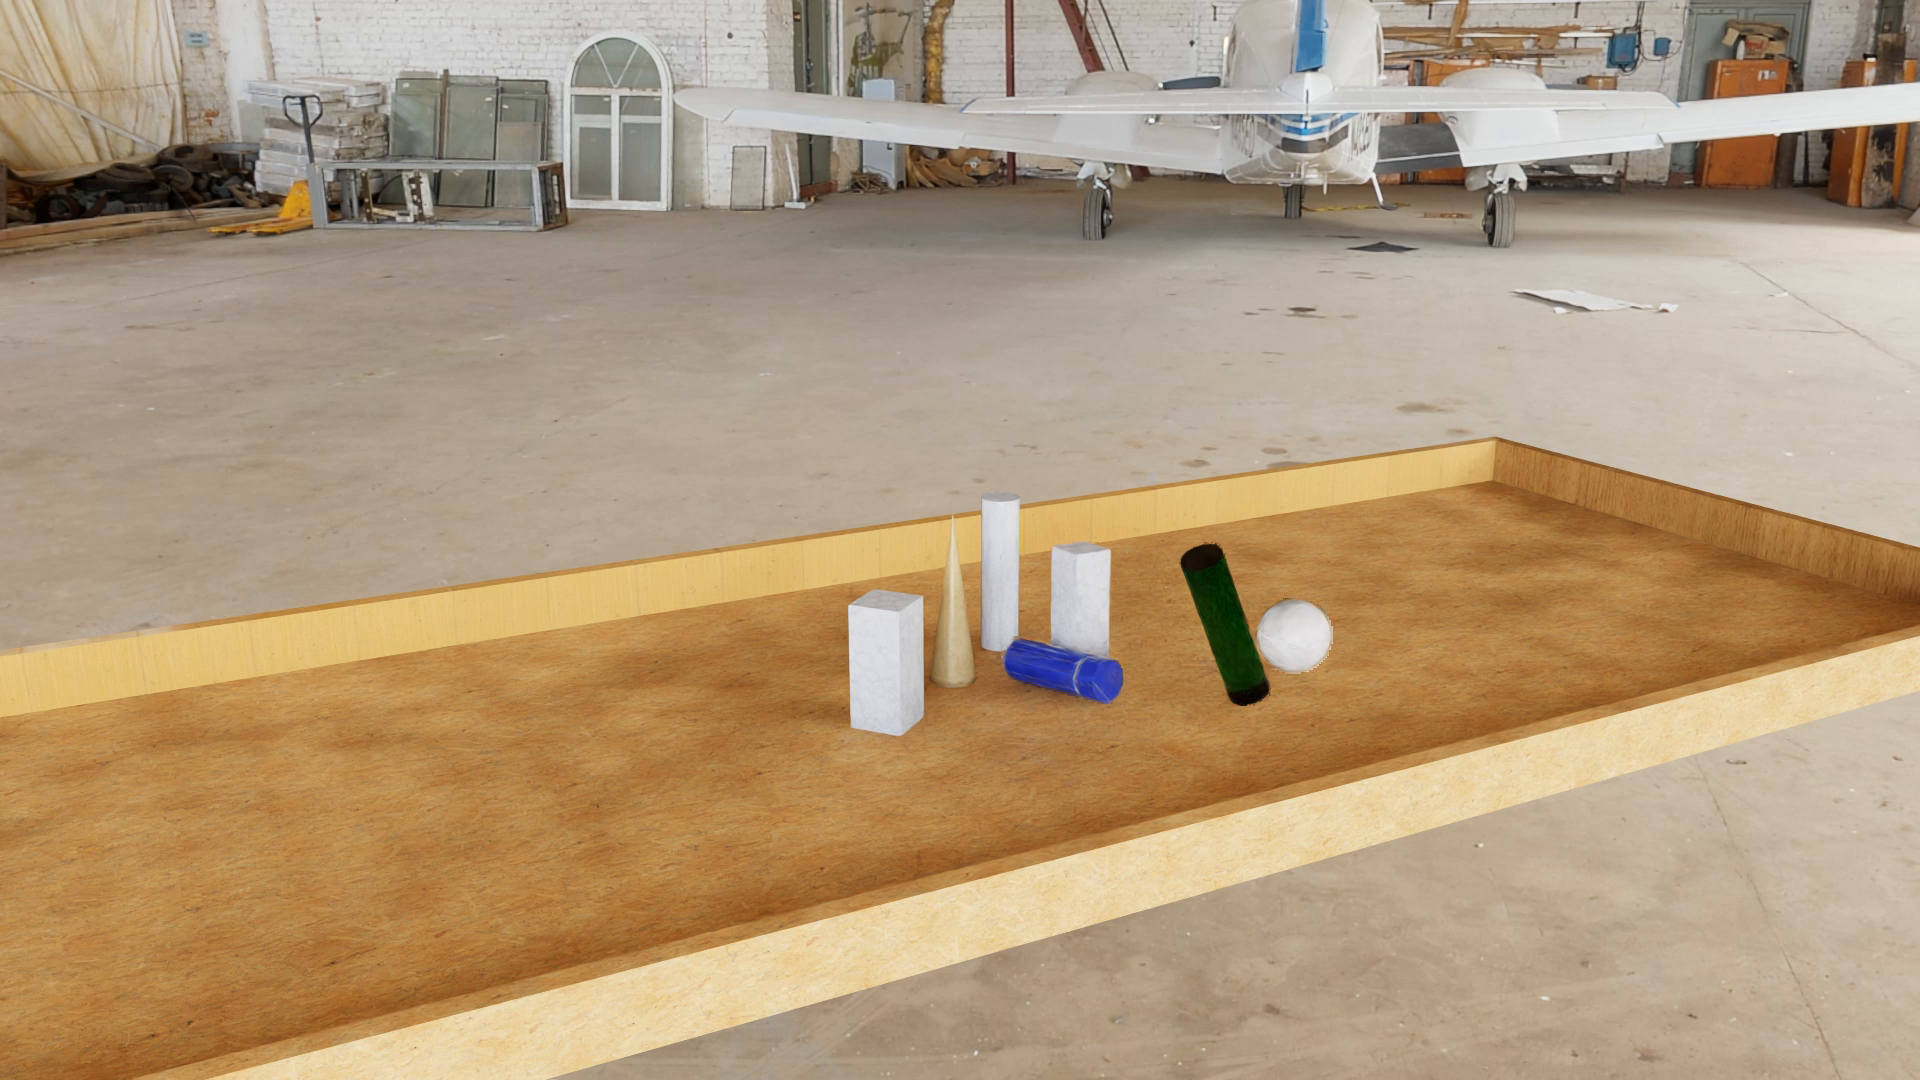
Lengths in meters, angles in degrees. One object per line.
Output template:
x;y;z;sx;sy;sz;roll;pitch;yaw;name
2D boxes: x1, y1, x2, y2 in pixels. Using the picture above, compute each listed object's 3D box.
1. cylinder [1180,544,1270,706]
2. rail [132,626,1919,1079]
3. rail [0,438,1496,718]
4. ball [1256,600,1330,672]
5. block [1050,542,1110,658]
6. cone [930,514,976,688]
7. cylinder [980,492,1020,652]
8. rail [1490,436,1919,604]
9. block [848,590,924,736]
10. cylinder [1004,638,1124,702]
0.632;0.205;3.919;0.103;0.412;0.103;-18;30;11;cylinder
-2.336;1.006;1.665;12.000;0.150;0.050;-9;18;-27;rail
-3.305;0.497;3.399;12.000;0.150;0.050;-9;18;-27;rail
0.742;0.212;3.670;0.162;0.162;0.162;0;16;0;ball
0.303;0.179;4.153;0.104;0.327;0.104;-8;16;-31;block
-0.017;0.143;4.099;0.118;0.433;0.118;0;16;0;cone
0.106;0.084;4.345;0.101;0.408;0.101;0;16;0;cylinder
2.466;-0.048;5.253;0.050;0.150;2.100;-9;18;-27;rail
-0.171;0.284;3.850;0.129;0.303;0.129;7;18;23;block
0.250;0.317;4.041;0.103;0.103;0.313;-14;16;-39;cylinder
